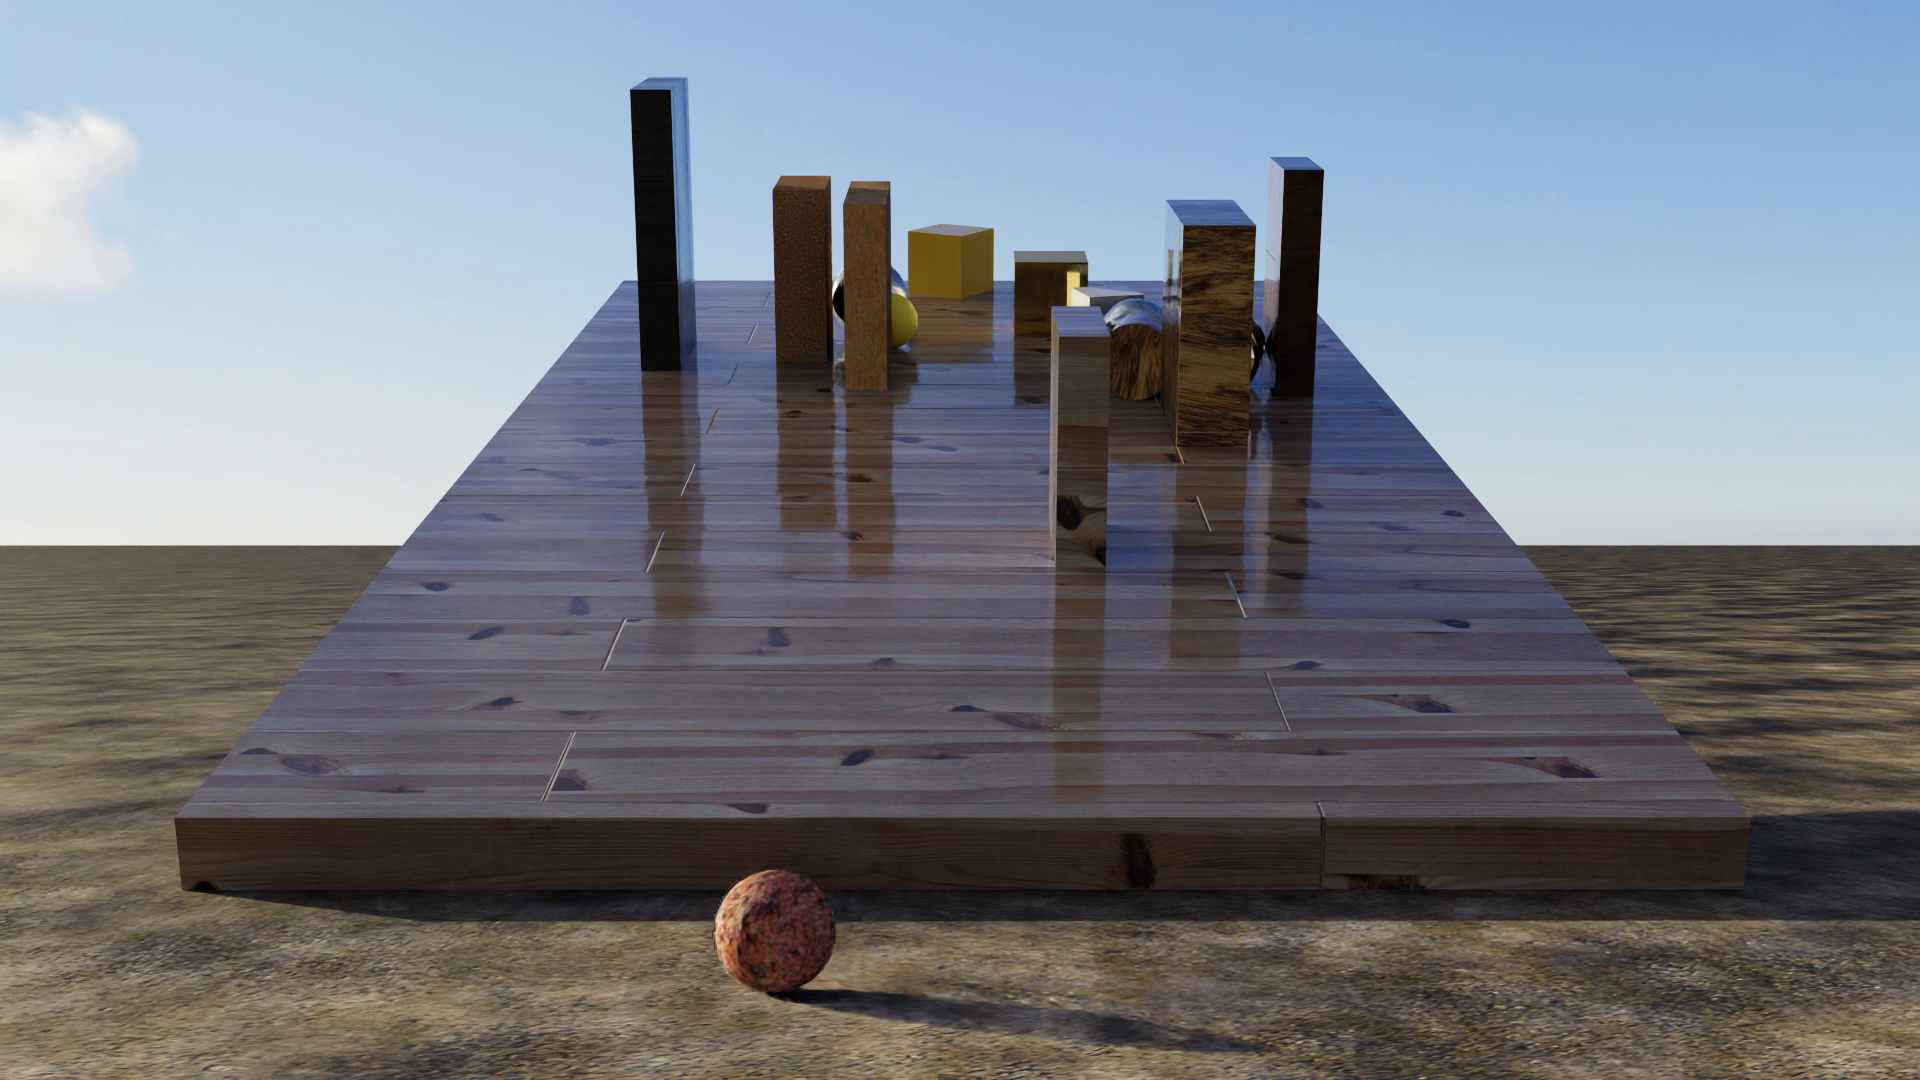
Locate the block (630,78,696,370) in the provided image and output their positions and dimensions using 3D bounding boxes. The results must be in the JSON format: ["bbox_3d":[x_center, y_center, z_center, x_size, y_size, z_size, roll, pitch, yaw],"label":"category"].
[{"bbox_3d":[-0.730,-0.786,5.471,0.096,0.675,0.353,0,16,0],"label":"block"}]

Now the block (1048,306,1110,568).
[{"bbox_3d":[0.209,-0.188,3.920,0.087,0.406,0.282,0,16,0],"label":"block"}]

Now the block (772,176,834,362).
[{"bbox_3d":[-0.394,-0.688,5.582,0.127,0.425,0.287,0,16,0],"label":"block"}]

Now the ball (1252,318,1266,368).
[{"bbox_3d":[0.644,-0.461,5.272,0.168,0.168,0.168,0,0,0],"label":"ball"}]

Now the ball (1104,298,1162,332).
[{"bbox_3d":[0.424,-0.489,5.333,0.186,0.186,0.186,0,0,0],"label":"ball"}]

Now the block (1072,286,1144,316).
[{"bbox_3d":[0.376,-0.564,5.660,0.146,0.146,0.146,-4,17,-15],"label":"block"}]

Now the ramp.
[{"bbox_3d":[-0.002,-0.166,4.740,2.000,0.100,4.000,0,16,0],"label":"ramp"}]

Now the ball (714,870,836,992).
[{"bbox_3d":[-0.183,0.388,2.198,0.121,0.121,0.121,0,0,0],"label":"ball"}]

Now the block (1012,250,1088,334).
[{"bbox_3d":[0.240,-0.661,5.905,0.192,0.192,0.192,0,16,0],"label":"block"}]

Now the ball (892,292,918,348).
[{"bbox_3d":[-0.178,-0.561,5.653,0.141,0.141,0.141,0,0,0],"label":"ball"}]

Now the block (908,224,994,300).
[{"bbox_3d":[-0.026,-0.811,6.433,0.181,0.181,0.181,10,19,30],"label":"block"}]

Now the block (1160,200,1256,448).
[{"bbox_3d":[0.531,-0.475,4.788,0.150,0.468,0.390,0,16,0],"label":"block"}]

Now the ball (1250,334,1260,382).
[{"bbox_3d":[0.597,-0.422,5.105,0.187,0.187,0.187,0,0,0],"label":"ball"}]

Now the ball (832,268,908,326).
[{"bbox_3d":[-0.240,-0.635,5.796,0.204,0.204,0.204,0,0,0],"label":"ball"}]

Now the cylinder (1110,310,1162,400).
[{"bbox_3d":[0.422,-0.432,5.156,0.177,0.177,0.177,0,17,13],"label":"cylinder"}]

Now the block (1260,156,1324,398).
[{"bbox_3d":[0.774,-0.617,5.171,0.090,0.523,0.245,0,16,0],"label":"block"}]

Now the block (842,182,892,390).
[{"bbox_3d":[-0.220,-0.621,5.340,0.098,0.434,0.425,0,16,0],"label":"block"}]
